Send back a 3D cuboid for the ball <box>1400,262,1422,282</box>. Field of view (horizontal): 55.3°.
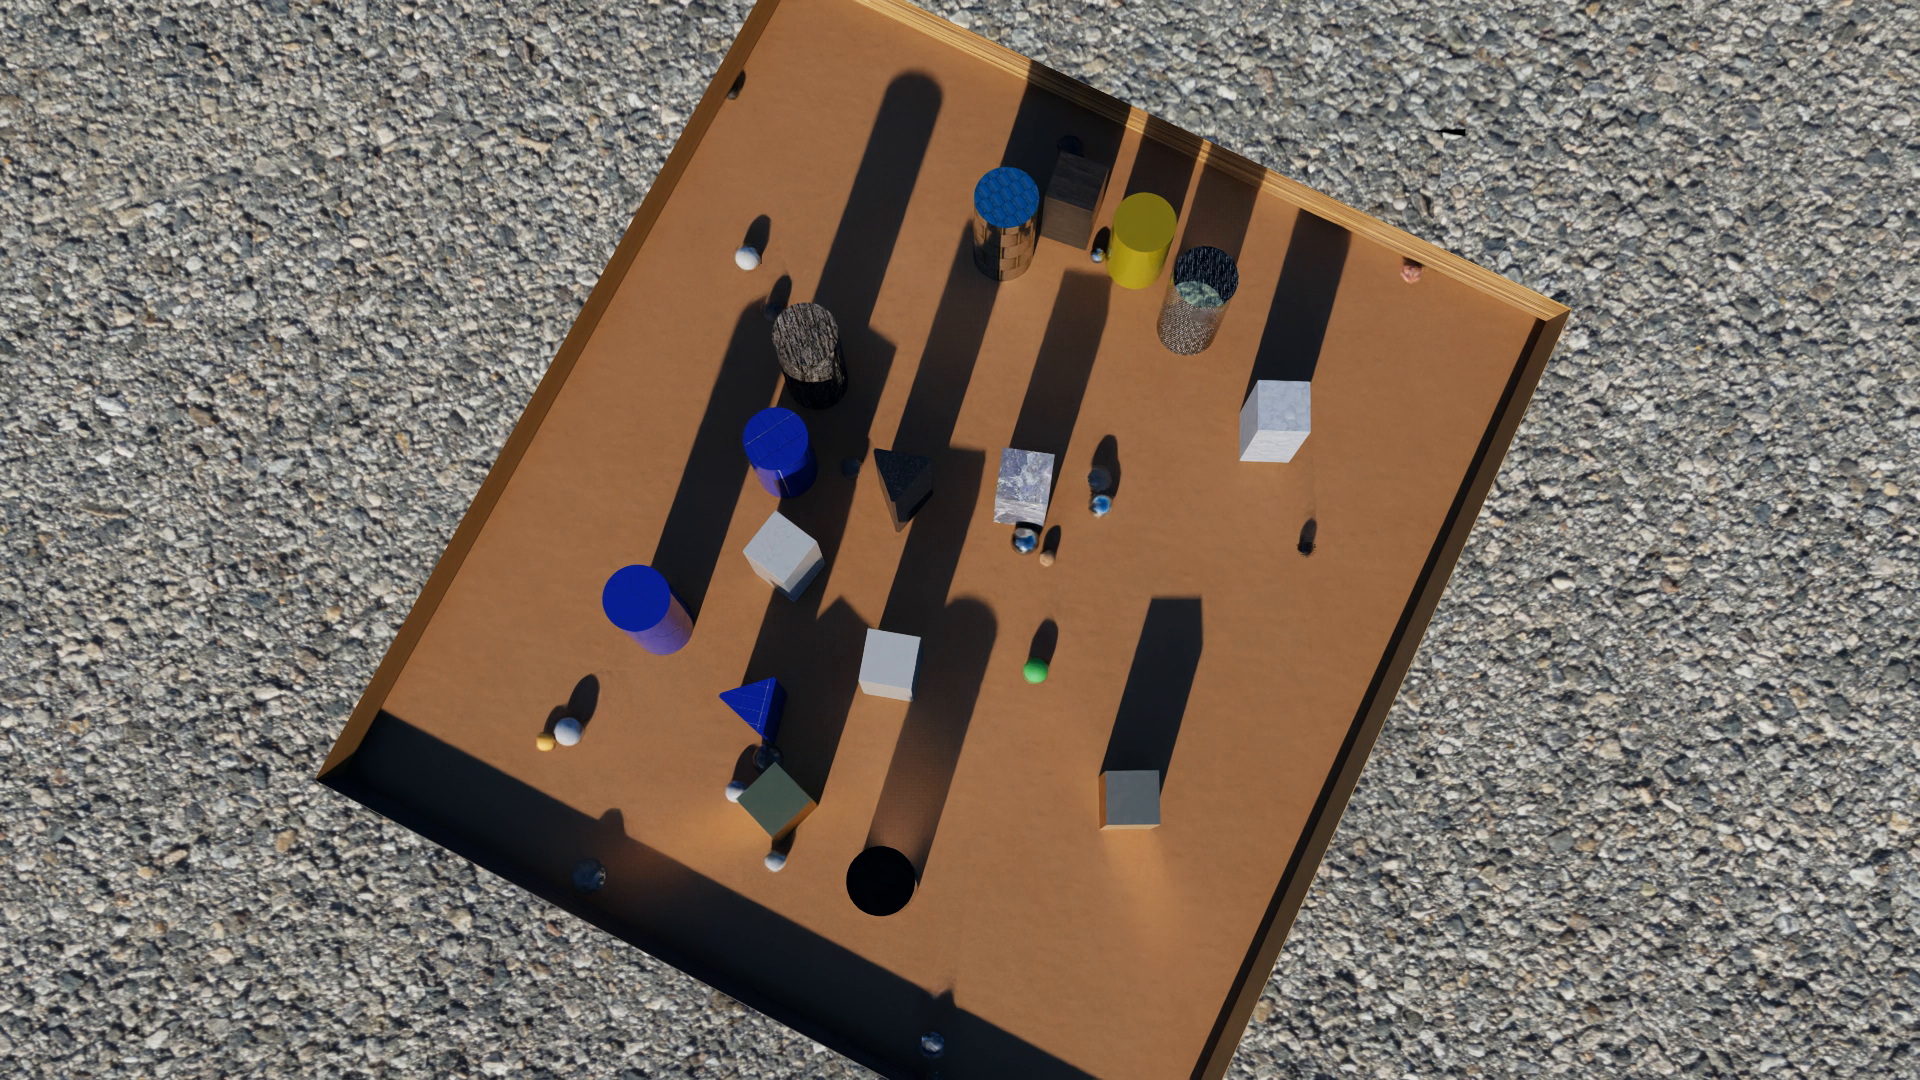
[{"bbox_3d":[1.419,-0.840,5.757,0.065,0.065,0.065,0,78,0],"label":"ball"}]

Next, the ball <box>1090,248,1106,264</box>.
[{"bbox_3d":[0.433,-0.896,5.776,0.051,0.051,0.051,0,78,0],"label":"ball"}]

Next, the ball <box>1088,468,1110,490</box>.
[{"bbox_3d":[0.426,-0.187,5.619,0.071,0.071,0.071,0,78,0],"label":"ball"}]

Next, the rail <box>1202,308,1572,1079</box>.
[{"bbox_3d":[1.198,0.593,5.430,0.045,0.124,2.977,26,80,5],"label":"rail"}]

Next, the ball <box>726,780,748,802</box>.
[{"bbox_3d":[-0.661,0.745,5.428,0.067,0.067,0.067,0,78,0],"label":"ball"}]

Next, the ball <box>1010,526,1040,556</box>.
[{"bbox_3d":[0.197,0.003,5.571,0.089,0.089,0.089,0,78,0],"label":"ball"}]

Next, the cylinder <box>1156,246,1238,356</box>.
[{"bbox_3d":[0.712,-0.716,5.531,0.190,0.458,0.190,0,78,0],"label":"cylinder"}]

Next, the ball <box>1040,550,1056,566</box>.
[{"bbox_3d":[0.265,0.053,5.580,0.049,0.049,0.049,0,78,0],"label":"ball"}]

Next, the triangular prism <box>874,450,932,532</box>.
[{"bbox_3d":[-0.191,-0.172,5.436,0.143,0.423,0.165,40,81,8],"label":"triangular prism"}]

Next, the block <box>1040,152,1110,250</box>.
[{"bbox_3d":[0.352,-1.045,5.665,0.152,0.328,0.152,19,79,4],"label":"block"}]

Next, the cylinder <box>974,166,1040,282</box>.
[{"bbox_3d":[0.136,-0.956,5.581,0.190,0.457,0.190,0,78,0],"label":"cylinder"}]

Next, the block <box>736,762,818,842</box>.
[{"bbox_3d":[-0.528,0.763,5.326,0.152,0.260,0.152,-44,82,-8],"label":"block"}]

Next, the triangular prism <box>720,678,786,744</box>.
[{"bbox_3d":[-0.573,0.475,5.351,0.165,0.328,0.143,42,81,8],"label":"triangular prism"}]

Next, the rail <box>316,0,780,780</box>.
[{"bbox_3d":[-1.198,-0.580,5.672,0.045,0.124,2.977,26,80,5],"label":"rail"}]

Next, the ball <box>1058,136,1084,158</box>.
[{"bbox_3d":[0.352,-1.240,5.829,0.087,0.087,0.087,0,78,0],"label":"ball"}]

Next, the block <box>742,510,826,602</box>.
[{"bbox_3d":[-0.518,0.053,5.430,0.152,0.344,0.152,37,81,7],"label":"block"}]

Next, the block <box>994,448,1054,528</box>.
[{"bbox_3d":[0.189,-0.152,5.479,0.152,0.330,0.152,8,78,2],"label":"block"}]

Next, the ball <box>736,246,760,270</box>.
[{"bbox_3d":[-0.668,-0.887,5.761,0.076,0.076,0.076,0,78,0],"label":"ball"}]

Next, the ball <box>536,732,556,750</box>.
[{"bbox_3d":[-1.235,0.602,5.464,0.054,0.054,0.054,0,78,0],"label":"ball"}]

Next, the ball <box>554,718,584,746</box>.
[{"bbox_3d":[-1.164,0.571,5.455,0.085,0.085,0.085,0,78,0],"label":"ball"}]

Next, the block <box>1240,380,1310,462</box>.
[{"bbox_3d":[0.943,-0.353,5.506,0.152,0.360,0.152,2,78,0],"label":"block"}]

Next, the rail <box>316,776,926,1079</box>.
[{"bbox_3d":[-0.655,1.290,5.285,2.725,0.124,0.045,26,80,5],"label":"rail"}]

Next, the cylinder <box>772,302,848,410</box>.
[{"bbox_3d":[-0.445,-0.544,5.490,0.190,0.469,0.190,0,78,0],"label":"cylinder"}]

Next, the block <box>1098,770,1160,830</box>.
[{"bbox_3d":[0.490,0.757,5.322,0.152,0.271,0.152,-1,78,0],"label":"block"}]

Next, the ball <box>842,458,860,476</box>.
[{"bbox_3d":[-0.335,-0.223,5.633,0.058,0.058,0.058,0,78,0],"label":"ball"}]

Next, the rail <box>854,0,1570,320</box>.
[{"bbox_3d":[0.655,-1.277,5.816,2.725,0.124,0.045,26,80,5],"label":"rail"}]

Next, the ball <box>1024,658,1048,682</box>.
[{"bbox_3d":[0.228,0.390,5.497,0.075,0.075,0.075,0,78,0],"label":"ball"}]

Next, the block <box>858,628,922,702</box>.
[{"bbox_3d":[-0.201,0.370,5.381,0.152,0.311,0.152,10,78,2],"label":"block"}]

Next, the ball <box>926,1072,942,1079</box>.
[{"bbox_3d":[-0.072,1.555,5.271,0.047,0.047,0.047,0,78,0],"label":"ball"}]

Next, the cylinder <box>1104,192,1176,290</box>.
[{"bbox_3d":[0.553,-0.917,5.640,0.190,0.326,0.190,0,78,0],"label":"cylinder"}]

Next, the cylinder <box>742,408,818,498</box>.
[{"bbox_3d":[-0.535,-0.257,5.487,0.190,0.358,0.190,0,78,0],"label":"cylinder"}]

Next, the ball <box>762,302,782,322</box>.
[{"bbox_3d":[-0.588,-0.712,5.731,0.064,0.064,0.064,0,78,0],"label":"ball"}]

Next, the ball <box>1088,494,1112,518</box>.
[{"bbox_3d":[0.428,-0.104,5.598,0.078,0.078,0.078,0,78,0],"label":"ball"}]

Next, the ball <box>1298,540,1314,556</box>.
[{"bbox_3d":[1.053,0.025,5.587,0.047,0.047,0.047,0,78,0],"label":"ball"}]

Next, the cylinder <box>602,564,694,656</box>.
[{"bbox_3d":[-0.902,0.209,5.337,0.190,0.464,0.190,0,78,0],"label":"cylinder"}]

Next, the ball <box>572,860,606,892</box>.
[{"bbox_3d":[-1.084,0.985,5.364,0.095,0.095,0.095,0,78,0],"label":"ball"}]

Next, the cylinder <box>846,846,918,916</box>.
[{"bbox_3d":[-0.218,0.976,5.221,0.190,0.379,0.190,0,78,0],"label":"cylinder"}]

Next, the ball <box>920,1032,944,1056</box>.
[{"bbox_3d":[-0.081,1.452,5.280,0.071,0.071,0.071,0,78,0],"label":"ball"}]

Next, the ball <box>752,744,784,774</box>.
[{"bbox_3d":[-0.569,0.651,5.434,0.093,0.093,0.093,0,78,0],"label":"ball"}]

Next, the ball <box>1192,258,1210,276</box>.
[{"bbox_3d":[0.759,-0.856,5.765,0.057,0.057,0.057,0,78,0],"label":"ball"}]

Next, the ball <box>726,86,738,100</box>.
[{"bbox_3d":[-0.732,-1.436,5.892,0.043,0.043,0.043,0,78,0],"label":"ball"}]

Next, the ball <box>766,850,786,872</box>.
[{"bbox_3d":[-0.542,0.943,5.390,0.062,0.062,0.062,0,78,0],"label":"ball"}]
